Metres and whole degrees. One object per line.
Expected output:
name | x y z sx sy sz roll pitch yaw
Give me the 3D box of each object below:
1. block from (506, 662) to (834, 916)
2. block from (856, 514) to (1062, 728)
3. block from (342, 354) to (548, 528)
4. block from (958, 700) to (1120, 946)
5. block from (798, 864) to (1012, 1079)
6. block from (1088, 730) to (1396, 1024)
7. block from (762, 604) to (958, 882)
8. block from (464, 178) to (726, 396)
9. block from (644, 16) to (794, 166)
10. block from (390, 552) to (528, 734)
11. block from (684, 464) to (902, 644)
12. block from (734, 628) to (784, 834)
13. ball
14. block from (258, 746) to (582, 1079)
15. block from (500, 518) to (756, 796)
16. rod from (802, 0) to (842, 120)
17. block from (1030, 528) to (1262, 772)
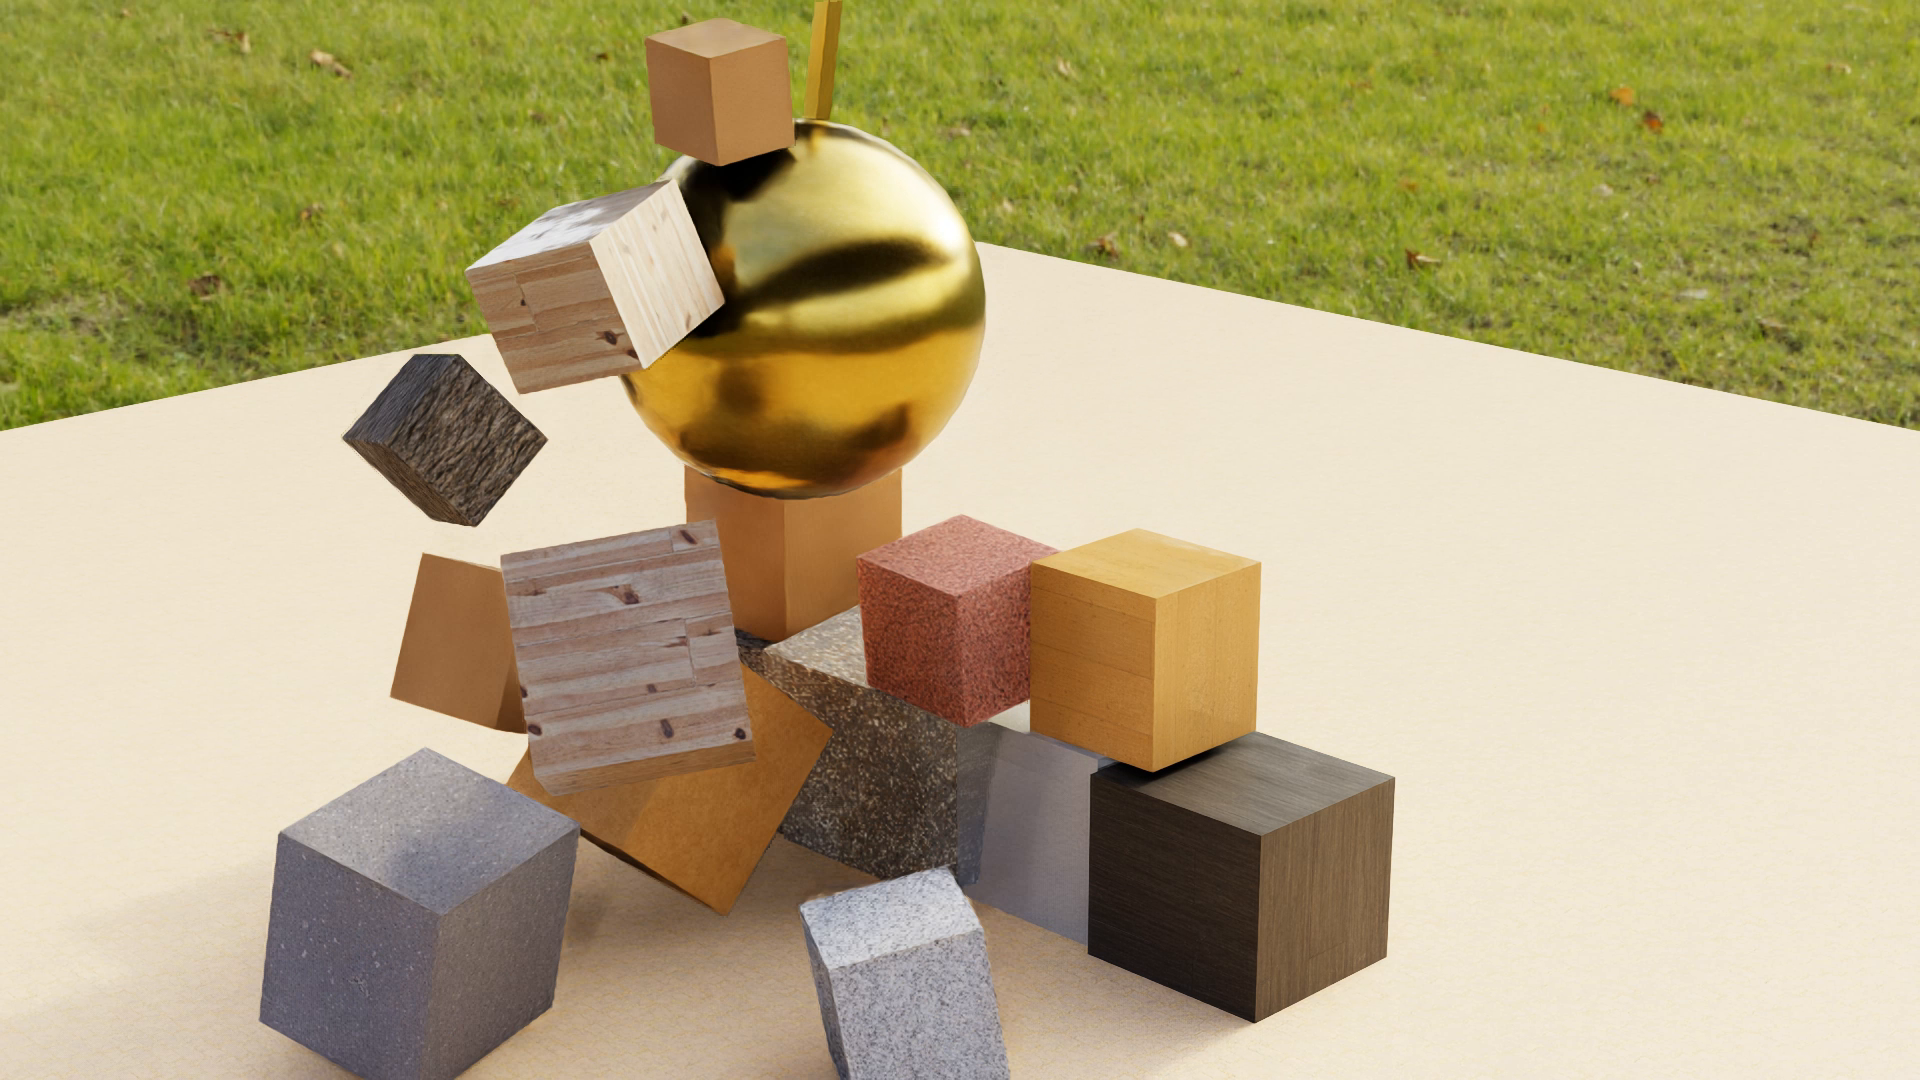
block | -1.272 0.960 12.851 0.834 0.935 0.749 20 -15 43
block | 0.016 0.345 12.851 0.616 0.622 0.664 -22 29 -36
block | -2.346 -0.460 13.361 0.525 0.577 0.572 -53 26 -17
block | 0.553 1.183 13.109 0.755 0.882 0.842 -17 24 -42
block | -0.217 1.758 11.390 0.606 0.682 0.571 -14 21 -10
block | 1.195 1.394 12.518 0.889 0.835 0.932 -17 24 -42
block | -0.157 0.899 13.656 1.005 0.981 1.025 17 31 42
block | -1.399 -0.974 11.282 0.618 0.529 0.630 -9 23 32
block | -0.960 -1.797 11.730 0.376 0.441 0.445 -22 32 -34
block | -2.000 0.499 13.293 0.748 0.673 0.722 12 -1 41
block | -0.800 -0.016 14.158 0.755 0.759 0.716 -17 24 -42
block | -0.771 0.780 14.376 0.998 0.891 0.858 -17 24 -42
ball | -0.687 -0.968 12.317 1.600 1.600 1.600 0 17 0
block | -2.145 1.520 11.660 0.786 0.902 0.894 23 28 21
block | -1.233 0.455 11.020 0.795 0.825 0.791 -10 -9 -5
rod | -0.298 -4.285 11.683 0.080 5.200 0.080 17 15 42
block | 0.797 0.460 12.655 0.705 0.770 0.689 16 24 42
